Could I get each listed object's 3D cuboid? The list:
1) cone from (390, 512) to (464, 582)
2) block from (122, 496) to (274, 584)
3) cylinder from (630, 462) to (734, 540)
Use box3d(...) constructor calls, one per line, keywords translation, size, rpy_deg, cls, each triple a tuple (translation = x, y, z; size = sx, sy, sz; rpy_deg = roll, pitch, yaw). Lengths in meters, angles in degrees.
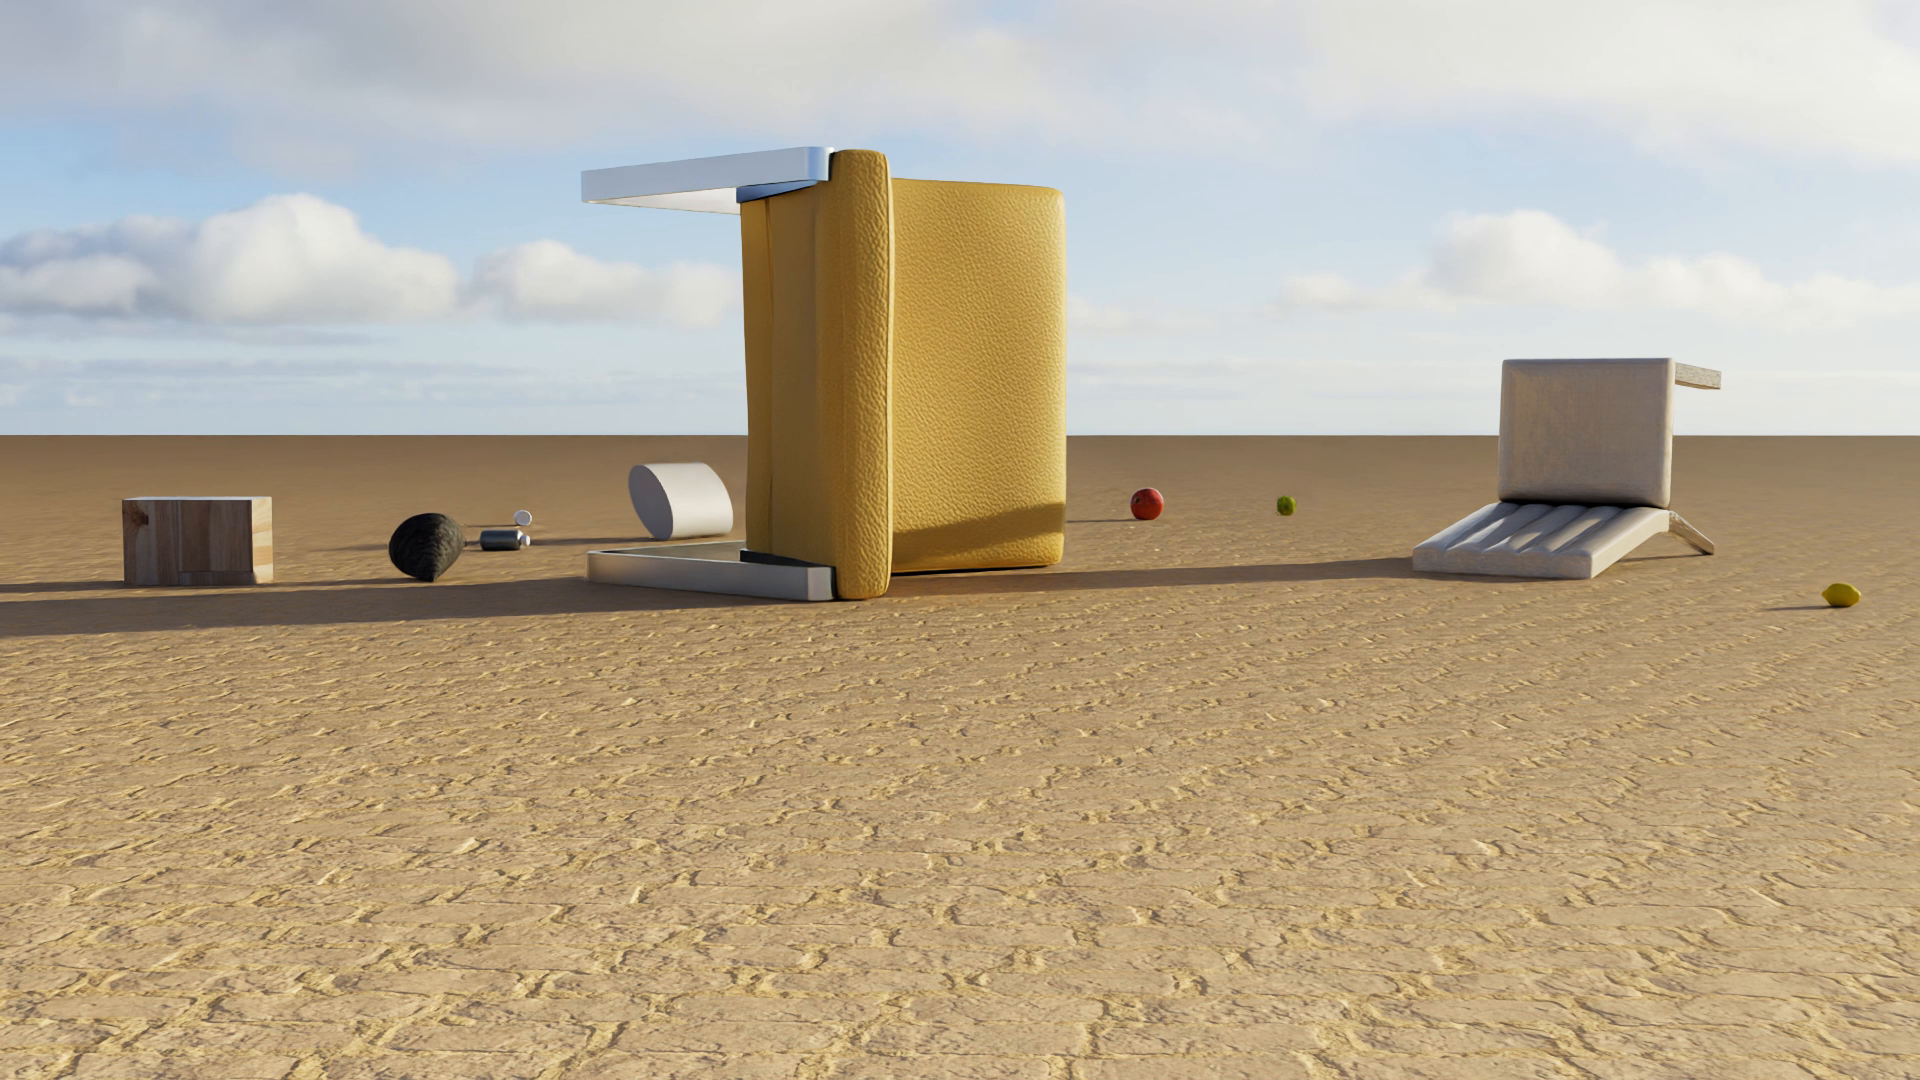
box3d(translation=(-1.243, 0.056, 5.155), size=(0.170, 0.190, 0.149), rpy_deg=(15, 30, -29), cls="cone")
box3d(translation=(-1.770, 0.000, 5.112), size=(0.298, 0.195, 0.141), rpy_deg=(0, 4, 0), cls="block")
box3d(translation=(-0.843, -0.119, 6.658), size=(0.131, 0.250, 0.279), rpy_deg=(-35, -15, 30), cls="cylinder")
